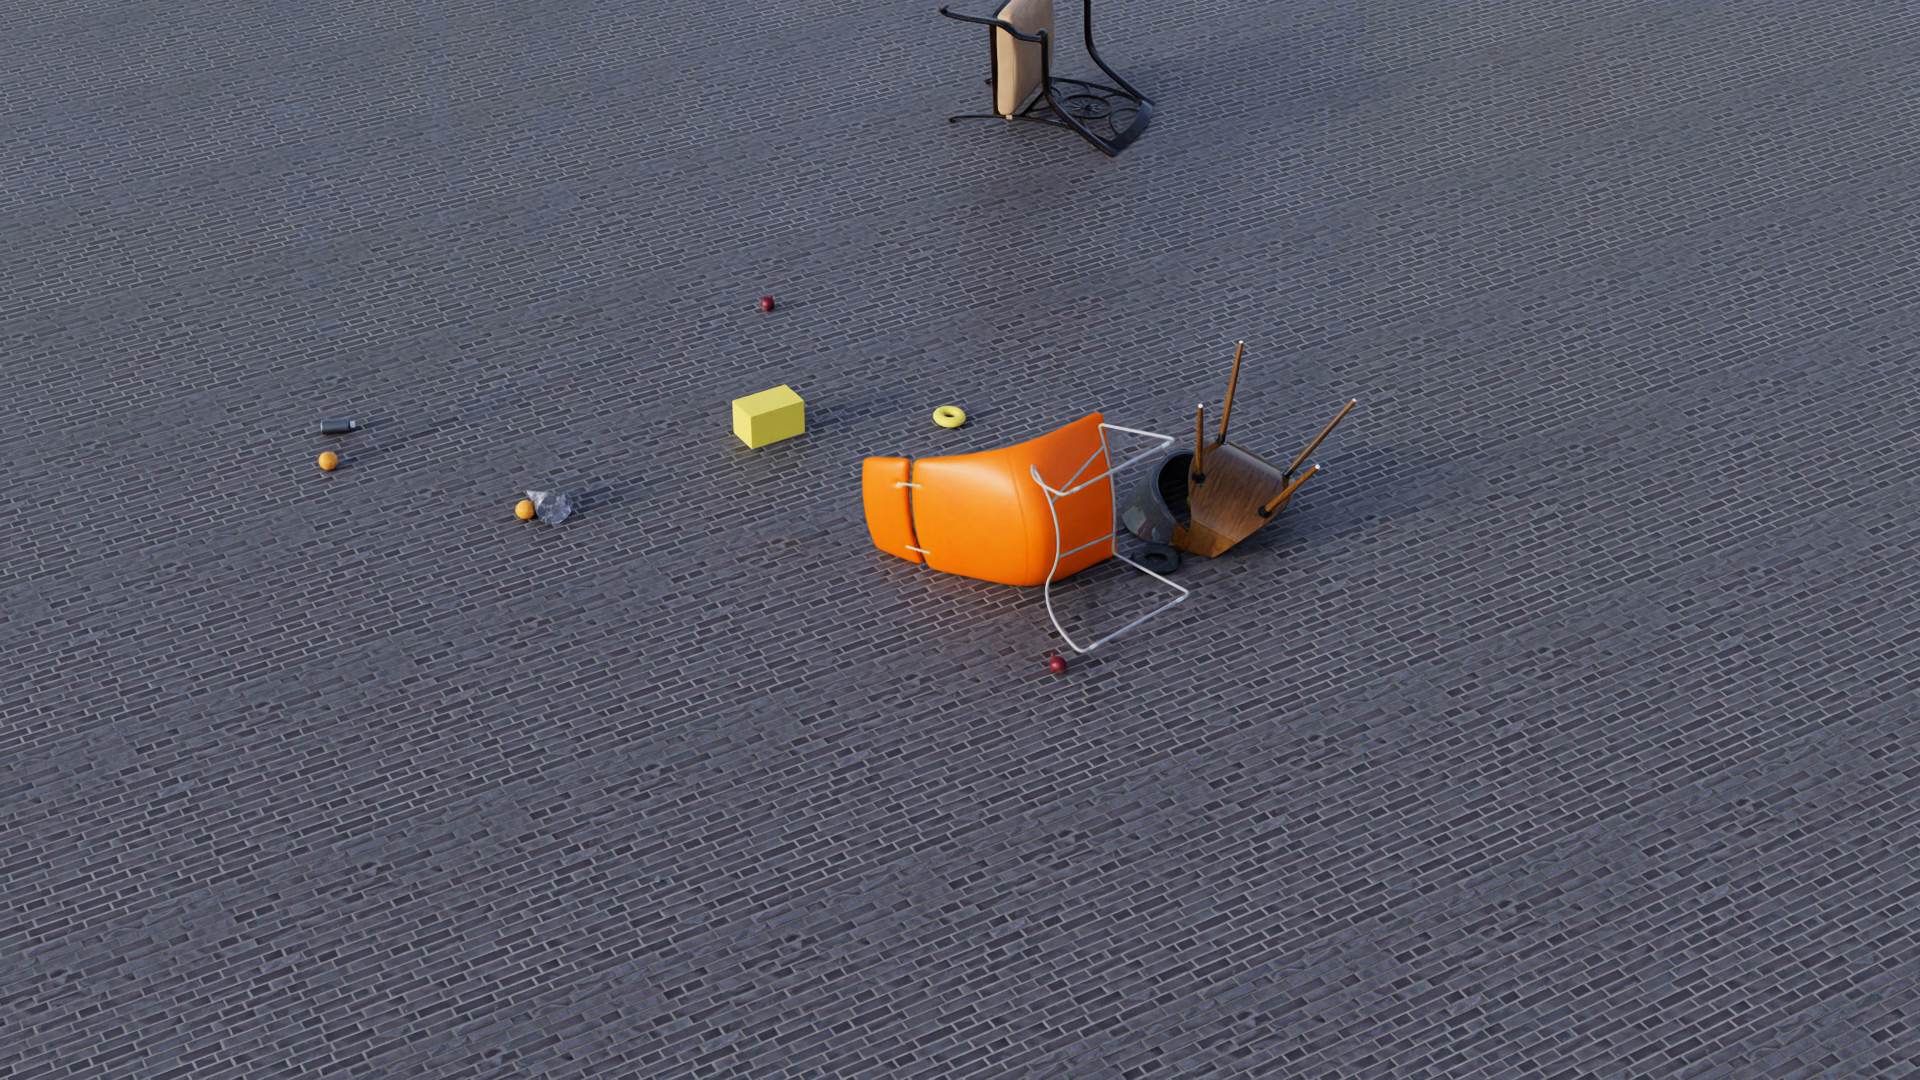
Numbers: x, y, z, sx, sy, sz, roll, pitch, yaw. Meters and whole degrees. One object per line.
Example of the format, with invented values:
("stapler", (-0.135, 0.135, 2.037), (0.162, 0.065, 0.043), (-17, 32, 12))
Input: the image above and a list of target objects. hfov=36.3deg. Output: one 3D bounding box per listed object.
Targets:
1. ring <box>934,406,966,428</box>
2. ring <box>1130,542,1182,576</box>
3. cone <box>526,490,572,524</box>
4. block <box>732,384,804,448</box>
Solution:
("ring", (-0.041, -0.490, 11.654), (0.126, 0.039, 0.142), (-15, 36, -24))
("ring", (0.723, 0.070, 10.800), (0.187, 0.043, 0.190), (-19, 38, -25))
("cone", (-1.592, -0.154, 11.126), (0.146, 0.119, 0.267), (-22, 27, -26))
("block", (-0.753, -0.486, 11.549), (0.238, 0.146, 0.148), (-19, 38, -26))
